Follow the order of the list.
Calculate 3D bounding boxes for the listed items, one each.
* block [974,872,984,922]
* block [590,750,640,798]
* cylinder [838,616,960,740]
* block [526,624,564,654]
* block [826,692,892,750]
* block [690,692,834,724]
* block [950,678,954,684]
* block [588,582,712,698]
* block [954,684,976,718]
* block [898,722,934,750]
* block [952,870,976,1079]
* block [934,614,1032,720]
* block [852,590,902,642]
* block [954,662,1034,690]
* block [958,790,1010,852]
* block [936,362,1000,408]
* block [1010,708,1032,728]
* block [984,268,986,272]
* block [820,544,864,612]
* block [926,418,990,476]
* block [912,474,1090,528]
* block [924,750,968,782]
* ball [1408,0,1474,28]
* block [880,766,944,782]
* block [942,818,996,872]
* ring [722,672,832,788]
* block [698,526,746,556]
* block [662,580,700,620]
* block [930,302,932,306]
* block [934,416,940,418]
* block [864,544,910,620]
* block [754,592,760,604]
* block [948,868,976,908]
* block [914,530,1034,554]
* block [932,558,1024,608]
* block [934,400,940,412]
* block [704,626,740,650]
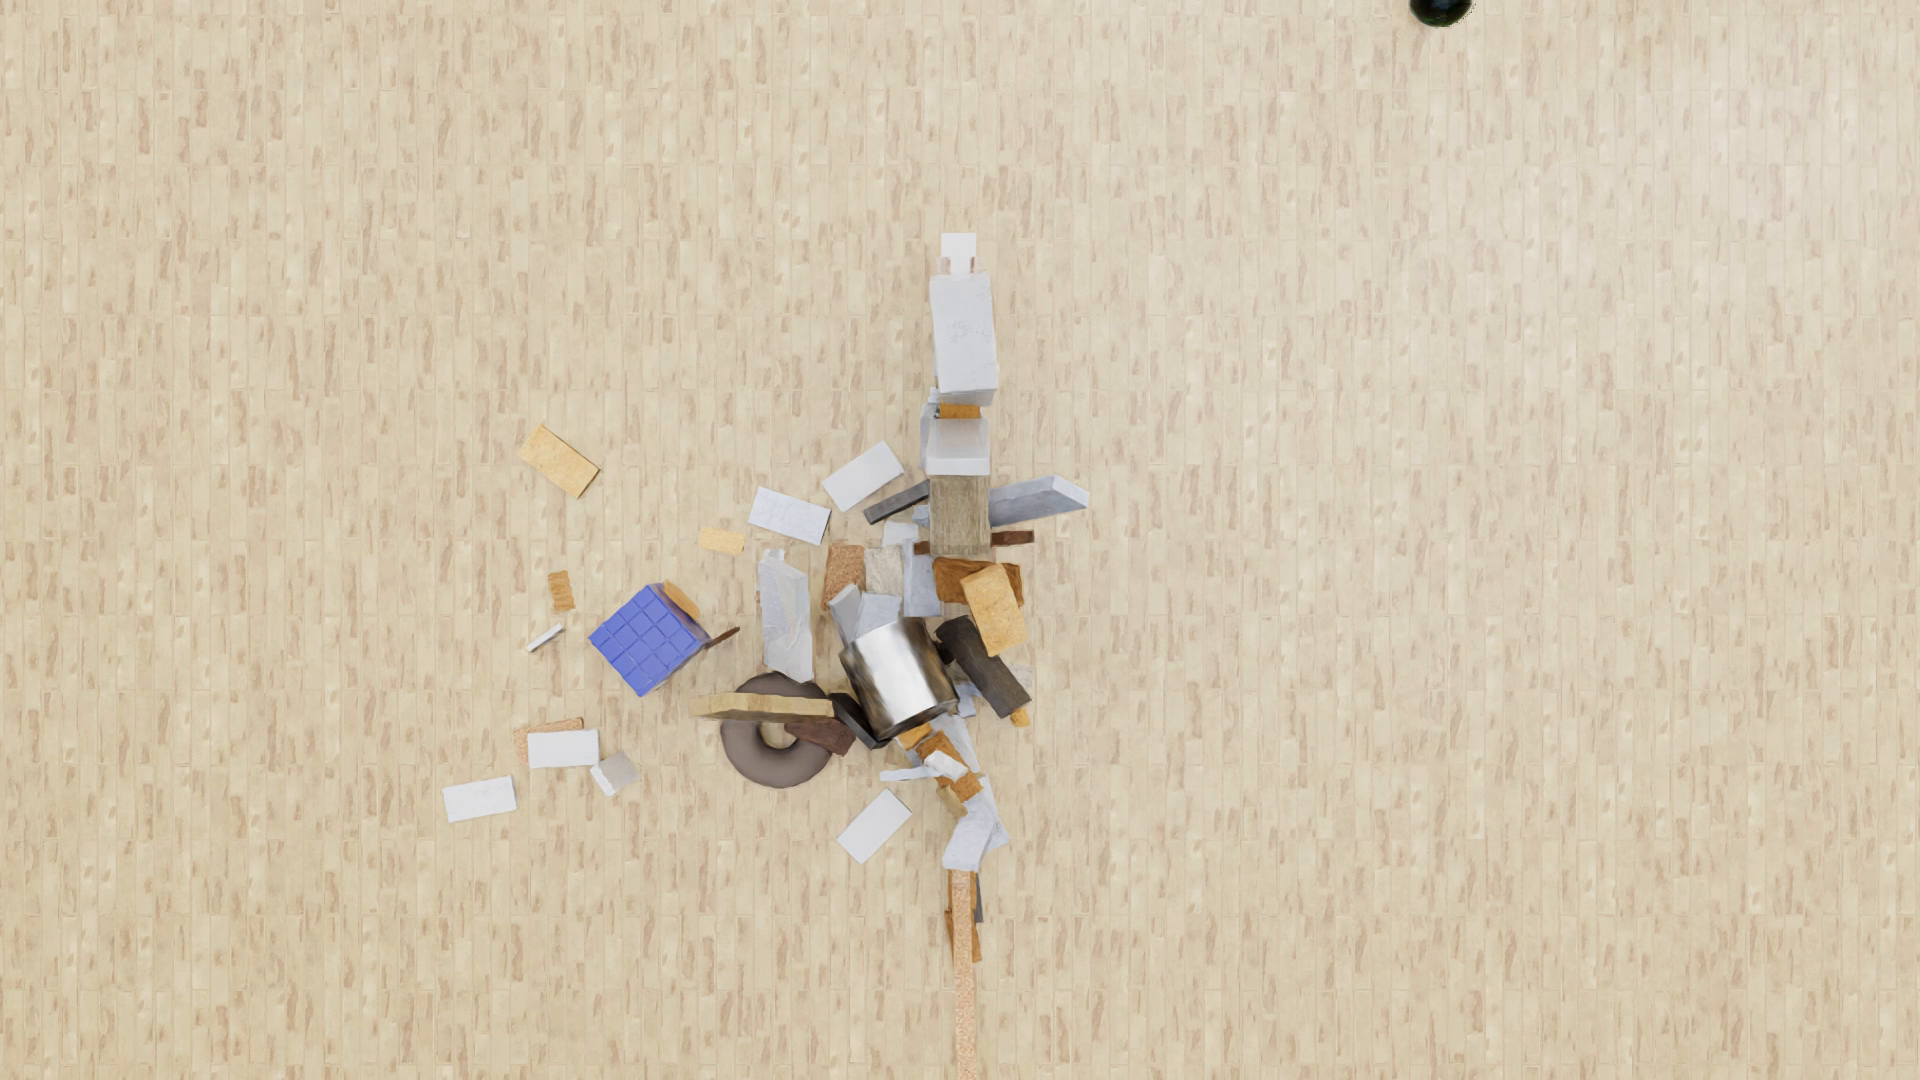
[{"bbox_3d":[0.021,1.179,5.487,0.095,0.027,0.189,-6,90,0],"label":"block"},{"bbox_3d":[-1.125,0.761,5.382,0.031,0.233,0.109,-35,89,10],"label":"block"},{"bbox_3d":[-0.192,0.436,5.211,0.291,0.291,0.291,-26,77,0],"label":"cylinder"},{"bbox_3d":[-1.366,0.326,5.443,0.130,0.065,0.018,-36,84,-10],"label":"block"},{"bbox_3d":[-0.327,0.579,5.293,0.224,0.112,0.032,44,105,18],"label":"block"},{"bbox_3d":[-0.602,0.514,5.039,0.180,0.437,0.051,-14,74,36],"label":"block"},{"bbox_3d":[-0.084,0.496,5.398,0.072,0.145,0.021,4,118,26],"label":"block"},{"bbox_3d":[-1.004,0.321,5.372,0.256,0.256,0.256,-41,90,0],"label":"block"},{"bbox_3d":[0.010,0.532,5.455,0.059,0.017,0.117,-6,61,-27],"label":"block"},{"bbox_3d":[-0.187,0.564,5.380,0.109,0.031,0.219,-41,69,21],"label":"block"},{"bbox_3d":[0.014,1.472,5.333,0.058,0.016,0.850,-2,80,1],"label":"block"},{"bbox_3d":[0.076,0.410,5.366,0.051,0.180,0.359,-42,79,21],"label":"block"},{"bbox_3d":[-0.278,0.295,5.379,0.125,0.035,0.250,7,102,-25],"label":"block"},{"bbox_3d":[0.111,0.444,5.477,0.261,0.021,0.072,7,77,1],"label":"block"},{"bbox_3d":[0.056,0.904,5.381,0.116,0.033,0.231,-32,88,21],"label":"block"},{"bbox_3d":[0.020,-0.425,4.487,0.153,0.311,0.043,4,81,-2],"label":"block"},{"bbox_3d":[0.185,0.562,5.449,0.058,0.017,0.117,-4,56,-33],"label":"block"},{"bbox_3d":[0.005,-0.732,4.702,0.131,0.262,0.037,0,89,0],"label":"block"},{"bbox_3d":[-0.388,0.126,5.430,0.112,0.032,0.223,1,109,-24],"label":"block"},{"bbox_3d":[-0.003,-0.261,4.573,0.170,0.340,0.048,0,112,1],"label":"block"},{"bbox_3d":[0.123,-0.104,5.239,0.594,0.170,0.048,-12,63,41],"label":"block"},{"bbox_3d":[-0.040,0.647,4.731,0.116,0.058,0.016,27,129,30],"label":"block"},{"bbox_3d":[1.573,-1.788,5.391,0.217,0.217,0.217,0,90,0],"label":"ball"},{"bbox_3d":[-0.137,0.750,5.300,0.224,0.112,0.032,-13,78,40],"label":"block"},{"bbox_3d":[0.029,0.968,5.250,0.116,0.231,0.033,5,116,14],"label":"block"},{"bbox_3d":[-0.596,0.626,5.437,0.386,0.129,0.386,0,91,1],"label":"ring"},{"bbox_3d":[-0.791,0.003,5.490,0.146,0.021,0.073,11,90,0],"label":"block"},{"bbox_3d":[-0.919,0.197,5.440,0.021,0.073,0.146,-41,110,7],"label":"block"},{"bbox_3d":[0.000,-0.635,4.376,0.153,0.305,0.043,-2,88,0],"label":"block"},{"bbox_3d":[-0.029,-0.291,4.929,0.116,0.232,0.033,11,65,1],"label":"block"},{"bbox_3d":[-0.235,0.145,5.449,0.125,0.035,0.250,-11,90,-1],"label":"block"},{"bbox_3d":[-0.584,0.212,5.354,0.112,0.265,0.032,28,81,-19],"label":"block"},{"bbox_3d":[0.006,1.121,5.457,0.095,0.027,0.189,-2,91,1],"label":"block"},{"bbox_3d":[0.042,0.009,5.297,0.392,0.144,0.041,-7,87,42],"label":"block"},{"bbox_3d":[0.058,0.140,5.327,0.287,0.041,0.144,5,120,23],"label":"block"},{"bbox_3d":[0.004,-0.437,4.732,0.116,0.232,0.033,11,58,-4],"label":"block"},{"bbox_3d":[-0.782,0.322,5.428,0.065,0.130,0.018,-31,90,29],"label":"block"}]
